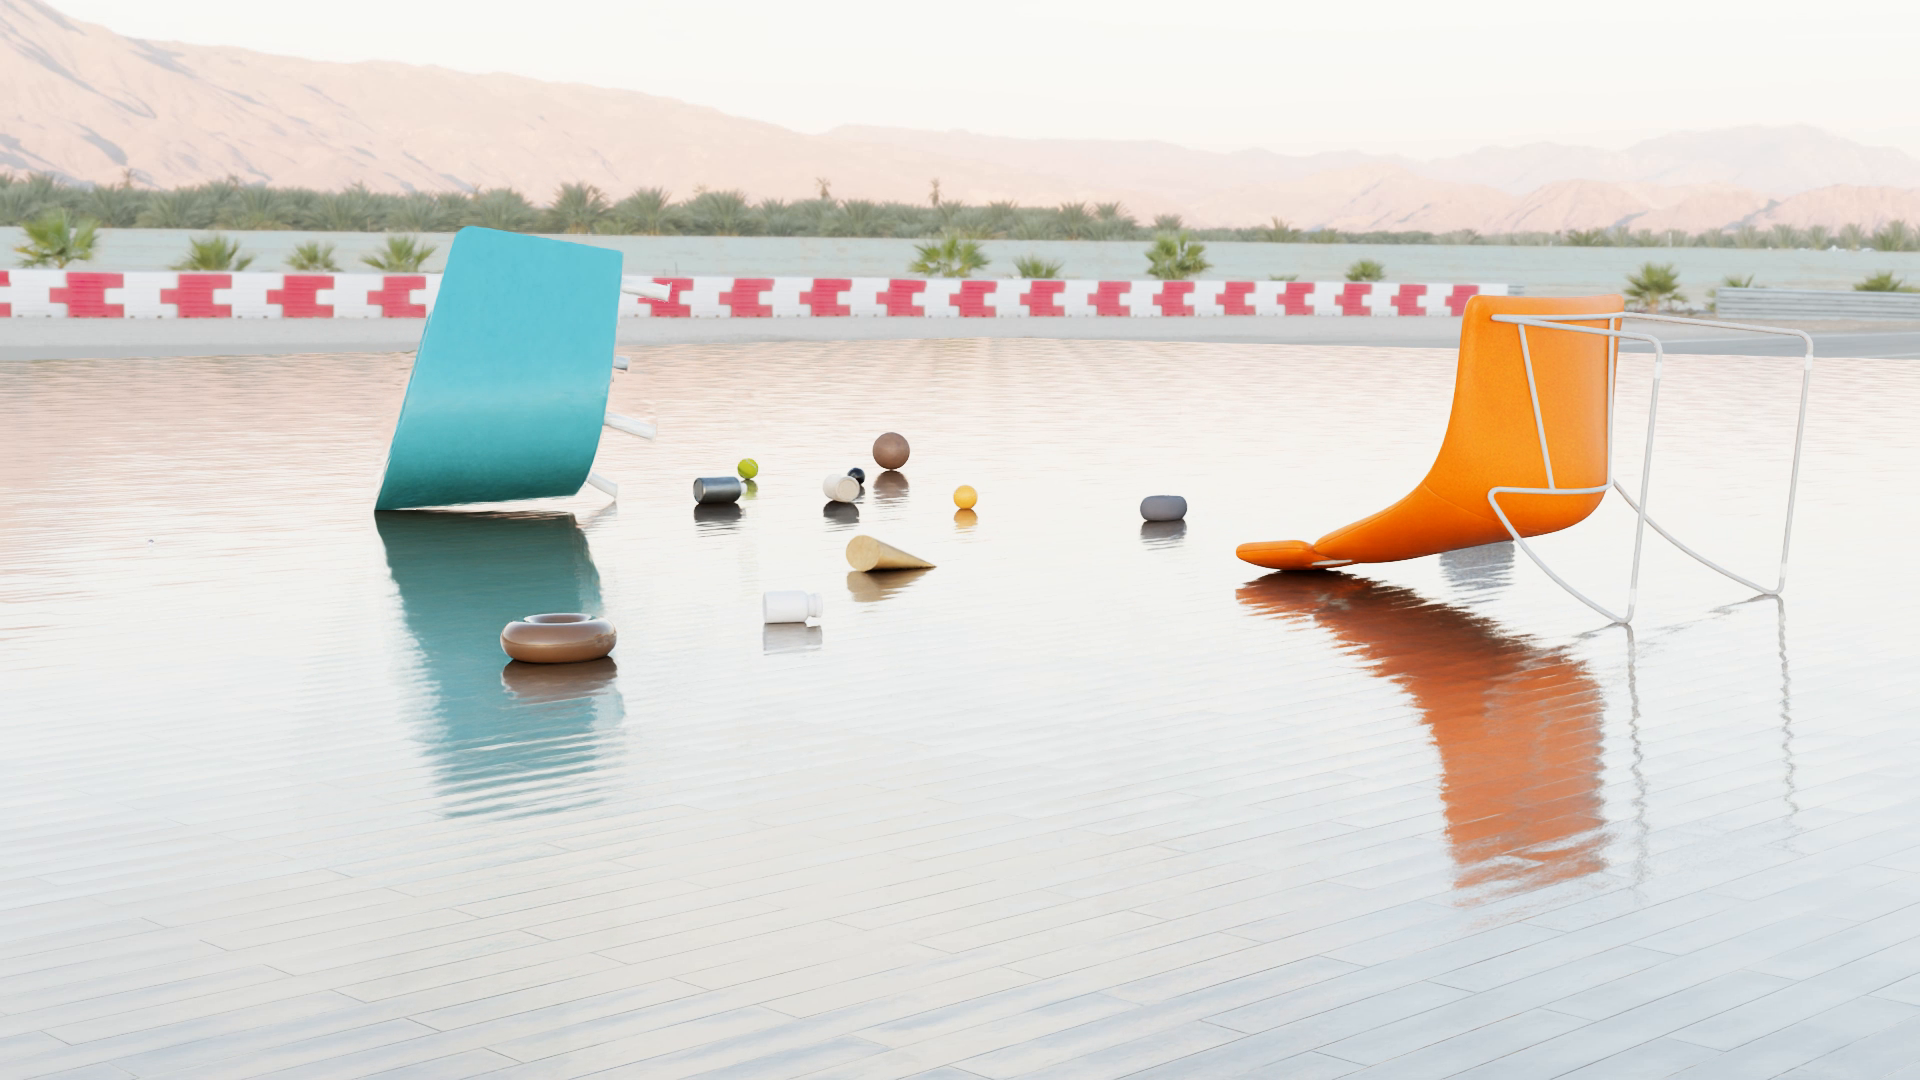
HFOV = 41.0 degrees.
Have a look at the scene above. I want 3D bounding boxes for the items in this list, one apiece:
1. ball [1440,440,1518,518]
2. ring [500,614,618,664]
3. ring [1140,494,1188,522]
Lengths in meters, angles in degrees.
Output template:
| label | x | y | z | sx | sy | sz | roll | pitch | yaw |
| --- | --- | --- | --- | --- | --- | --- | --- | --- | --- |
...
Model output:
| label | x | y | z | sx | sy | sz | roll | pitch | yaw |
| --- | --- | --- | --- | --- | --- | --- | --- | --- | --- |
| ball | 1.416 | -0.167 | 7.009 | 0.210 | 0.210 | 0.210 | 0 | 6 | 0 |
| ring | -0.694 | 0.169 | 4.443 | 0.187 | 0.068 | 0.223 | 4 | 6 | 28 |
| ring | 0.552 | -0.086 | 6.950 | 0.103 | 0.063 | 0.191 | 6 | 7 | 33 |
